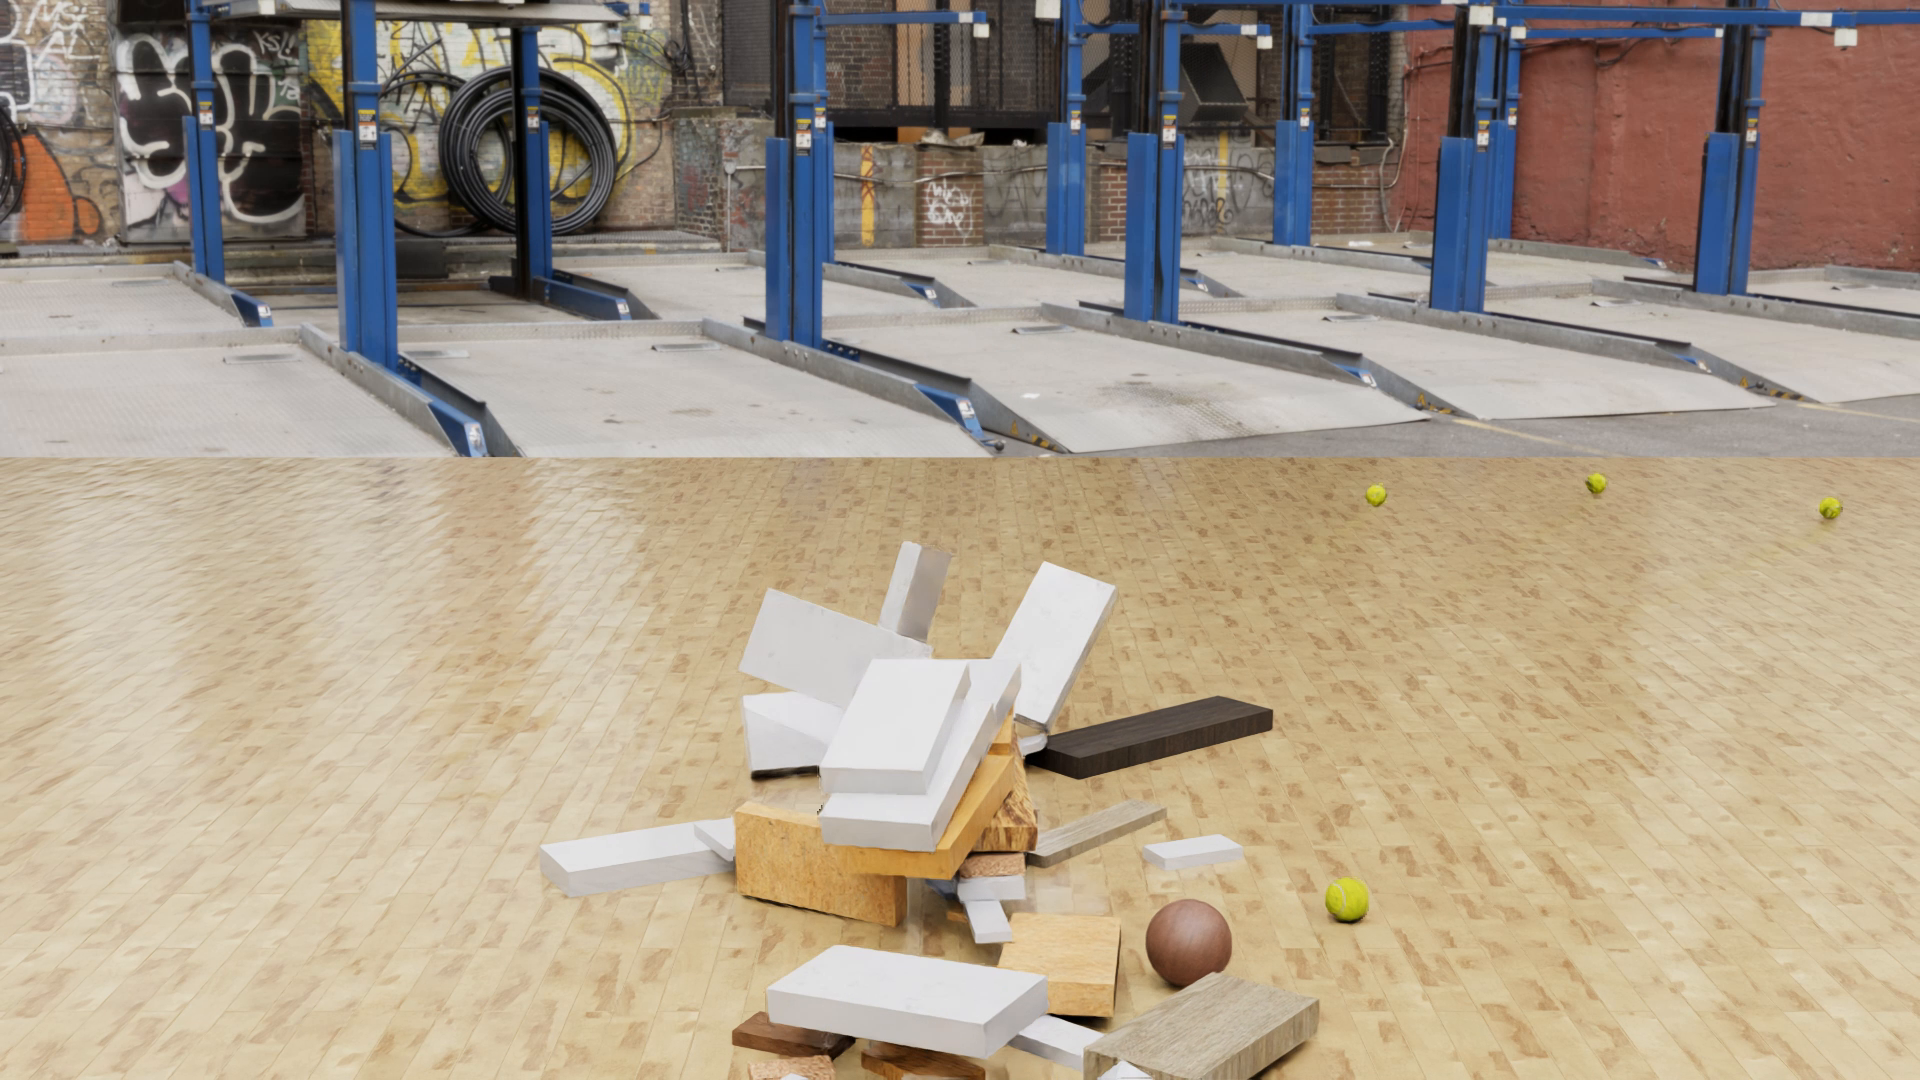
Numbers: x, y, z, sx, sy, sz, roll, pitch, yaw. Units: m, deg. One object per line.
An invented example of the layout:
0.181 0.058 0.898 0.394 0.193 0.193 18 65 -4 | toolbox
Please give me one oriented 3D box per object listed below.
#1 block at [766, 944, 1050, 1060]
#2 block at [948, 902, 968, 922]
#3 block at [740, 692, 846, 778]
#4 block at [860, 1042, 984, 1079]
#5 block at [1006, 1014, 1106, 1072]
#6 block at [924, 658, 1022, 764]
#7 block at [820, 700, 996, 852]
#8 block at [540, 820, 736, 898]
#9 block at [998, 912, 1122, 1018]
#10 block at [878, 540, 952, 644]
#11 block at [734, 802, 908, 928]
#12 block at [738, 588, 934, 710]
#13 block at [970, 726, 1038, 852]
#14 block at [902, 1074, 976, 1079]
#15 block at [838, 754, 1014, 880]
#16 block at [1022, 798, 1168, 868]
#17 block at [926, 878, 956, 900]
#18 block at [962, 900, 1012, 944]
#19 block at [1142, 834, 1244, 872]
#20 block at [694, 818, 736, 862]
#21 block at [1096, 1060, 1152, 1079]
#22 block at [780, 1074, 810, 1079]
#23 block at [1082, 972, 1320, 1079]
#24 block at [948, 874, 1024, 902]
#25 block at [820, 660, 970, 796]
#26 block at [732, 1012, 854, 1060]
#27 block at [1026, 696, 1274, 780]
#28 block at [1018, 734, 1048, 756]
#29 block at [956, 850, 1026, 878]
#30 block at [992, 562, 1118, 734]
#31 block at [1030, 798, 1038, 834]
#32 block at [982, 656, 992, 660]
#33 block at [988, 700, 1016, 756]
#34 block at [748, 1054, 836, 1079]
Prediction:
-0.071 0.614 2.941 0.338 0.048 0.169 2 12 31 | block
0.018 0.600 3.581 0.045 0.013 0.091 4 11 22 | block
-0.271 0.380 4.379 0.315 0.158 0.045 -3 -25 -16 | block
-0.051 0.710 2.960 0.158 0.022 0.079 10 15 44 | block
0.341 0.728 2.864 0.854 0.022 0.079 9 14 42 | block
-0.014 0.291 3.787 0.178 0.050 0.355 0 18 13 | block
-0.077 0.364 3.476 0.178 0.050 0.356 2 28 17 | block
-0.547 0.546 3.785 0.315 0.045 0.158 -6 12 -28 | block
0.149 0.627 3.266 0.169 0.048 0.337 2 6 6 | block
-0.112 0.166 4.597 0.045 0.315 0.157 17 0 25 | block
-0.228 0.526 3.574 0.295 0.148 0.042 7 19 26 | block
-0.231 0.223 4.119 0.329 0.164 0.047 20 -2 2 | block
0.034 0.405 3.753 0.148 0.042 0.480 0 18 -4 | block
-0.029 0.744 2.736 0.136 0.039 0.273 2 11 10 | block
-0.048 0.433 3.509 0.178 0.050 0.356 2 18 18 | block
0.235 0.526 3.955 0.078 0.022 0.372 10 14 38 | block
-0.020 0.581 3.684 0.045 0.013 0.091 -4 11 -22 | block
0.036 0.580 3.462 0.055 0.016 0.392 -2 3 -4 | block
0.407 0.546 3.845 0.157 0.022 0.078 -5 12 -24 | block
-0.391 0.513 3.777 0.078 0.022 0.157 -6 12 -28 | block
0.113 0.684 2.422 0.039 0.273 0.136 32 50 -5 | block
-0.236 0.733 2.837 0.076 0.022 0.152 7 13 34 | block
0.329 0.674 2.965 0.169 0.048 0.338 8 13 36 | block
0.039 0.550 3.583 0.106 0.030 0.211 -2 3 -6 | block
-0.099 0.295 3.510 0.164 0.047 0.328 0 27 14 | block
-0.232 0.692 3.061 0.152 0.022 0.076 5 12 24 | block
0.398 0.404 4.547 0.567 0.045 0.158 -9 14 -40 | block
0.107 0.415 4.358 0.125 0.018 0.063 -17 8 13 | block
0.041 0.517 3.620 0.106 0.030 0.211 -3 4 -6 | block
0.174 0.214 4.440 0.164 0.329 0.047 20 -23 22 | block
0.019 0.434 3.821 0.157 0.045 0.315 -3 17 -13 | block
0.001 0.370 4.606 0.157 0.045 0.773 -14 9 4 | block
0.020 0.317 3.876 0.148 0.042 0.295 1 19 3 | block
-0.226 0.715 2.953 0.111 0.016 0.055 -2 11 -13 | block
